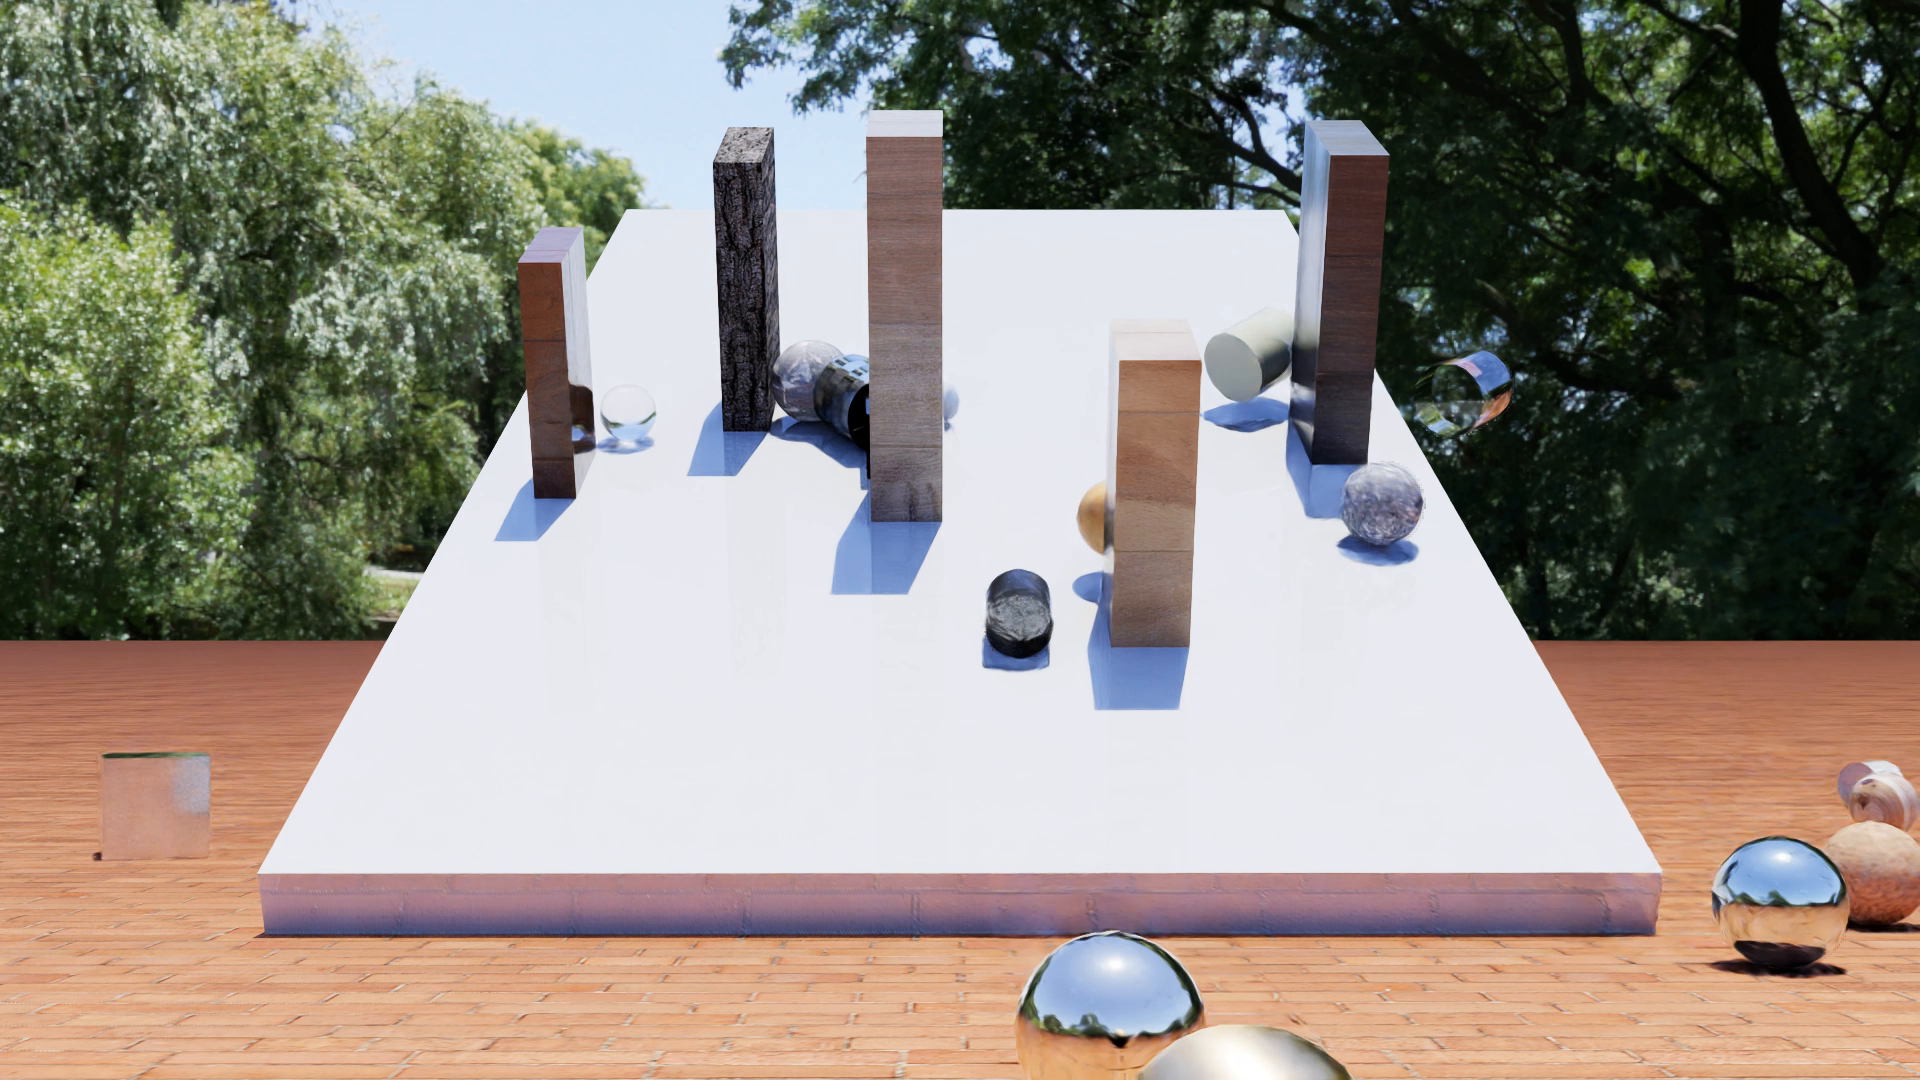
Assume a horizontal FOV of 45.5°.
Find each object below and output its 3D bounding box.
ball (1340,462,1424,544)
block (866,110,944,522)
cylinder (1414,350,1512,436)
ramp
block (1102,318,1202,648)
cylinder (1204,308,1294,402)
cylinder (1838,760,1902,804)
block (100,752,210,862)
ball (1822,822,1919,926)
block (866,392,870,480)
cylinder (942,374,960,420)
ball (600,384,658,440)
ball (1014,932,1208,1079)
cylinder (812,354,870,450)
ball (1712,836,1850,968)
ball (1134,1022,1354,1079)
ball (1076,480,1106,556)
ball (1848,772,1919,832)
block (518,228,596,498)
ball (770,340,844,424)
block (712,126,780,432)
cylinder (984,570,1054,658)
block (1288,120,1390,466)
[{"bbox_3d":[0.811,-0.071,4.417,0.160,0.160,0.160,0,-2,0],"label":"ball"},{"bbox_3d":[-0.105,-0.438,4.513,0.142,0.768,0.247,0,22,0],"label":"block"},{"bbox_3d":[1.127,-0.330,5.134,0.165,0.165,0.165,-2,14,37],"label":"cylinder"},{"bbox_3d":[-0.006,-0.219,5.137,2.000,0.100,4.000,0,22,0],"label":"ramp"},{"bbox_3d":[0.331,-0.101,4.003,0.137,0.521,0.247,0,22,0],"label":"block"},{"bbox_3d":[0.668,-0.419,5.176,0.166,0.166,0.166,-30,17,-36],"label":"cylinder"},{"bbox_3d":[2.270,0.609,5.712,0.114,0.114,0.114,2,-3,-37],"label":"cylinder"},{"bbox_3d":[-1.576,0.518,4.482,0.194,0.194,0.194,1,-3,-22],"label":"block"},{"bbox_3d":[1.350,0.494,3.391,0.154,0.154,0.154,0,-2,0],"label":"ball"},{"bbox_3d":[-0.125,-0.221,4.812,0.143,0.143,0.143,-1,22,-3],"label":"block"},{"bbox_3d":[-0.076,-0.305,5.073,0.106,0.106,0.106,-2,15,42],"label":"cylinder"},{"bbox_3d":[-0.721,-0.277,4.976,0.125,0.125,0.125,0,-2,0],"label":"ball"},{"bbox_3d":[0.132,0.429,2.010,0.169,0.169,0.169,0,-2,0],"label":"ball"},{"bbox_3d":[-0.203,-0.296,4.959,0.174,0.174,0.174,1,19,-32],"label":"cylinder"},{"bbox_3d":[1.061,0.468,2.964,0.169,0.169,0.169,0,-2,0],"label":"ball"},{"bbox_3d":[0.184,0.402,1.477,0.179,0.179,0.179,0,-2,0],"label":"ball"},{"bbox_3d":[0.291,-0.040,4.241,0.151,0.151,0.151,0,-2,0],"label":"ball"},{"bbox_3d":[1.950,0.559,4.836,0.141,0.141,0.141,0,-2,0],"label":"ball"},{"bbox_3d":[-0.822,-0.366,4.699,0.085,0.493,0.284,0,22,0],"label":"block"},{"bbox_3d":[-0.327,-0.352,5.084,0.185,0.185,0.185,0,-2,0],"label":"ball"},{"bbox_3d":[-0.471,-0.586,5.111,0.103,0.599,0.371,0,22,0],"label":"block"},{"bbox_3d":[0.102,0.127,3.973,0.117,0.117,0.117,0,22,1],"label":"cylinder"},{"bbox_3d":[0.803,-0.531,4.894,0.119,0.662,0.349,0,22,0],"label":"block"}]
